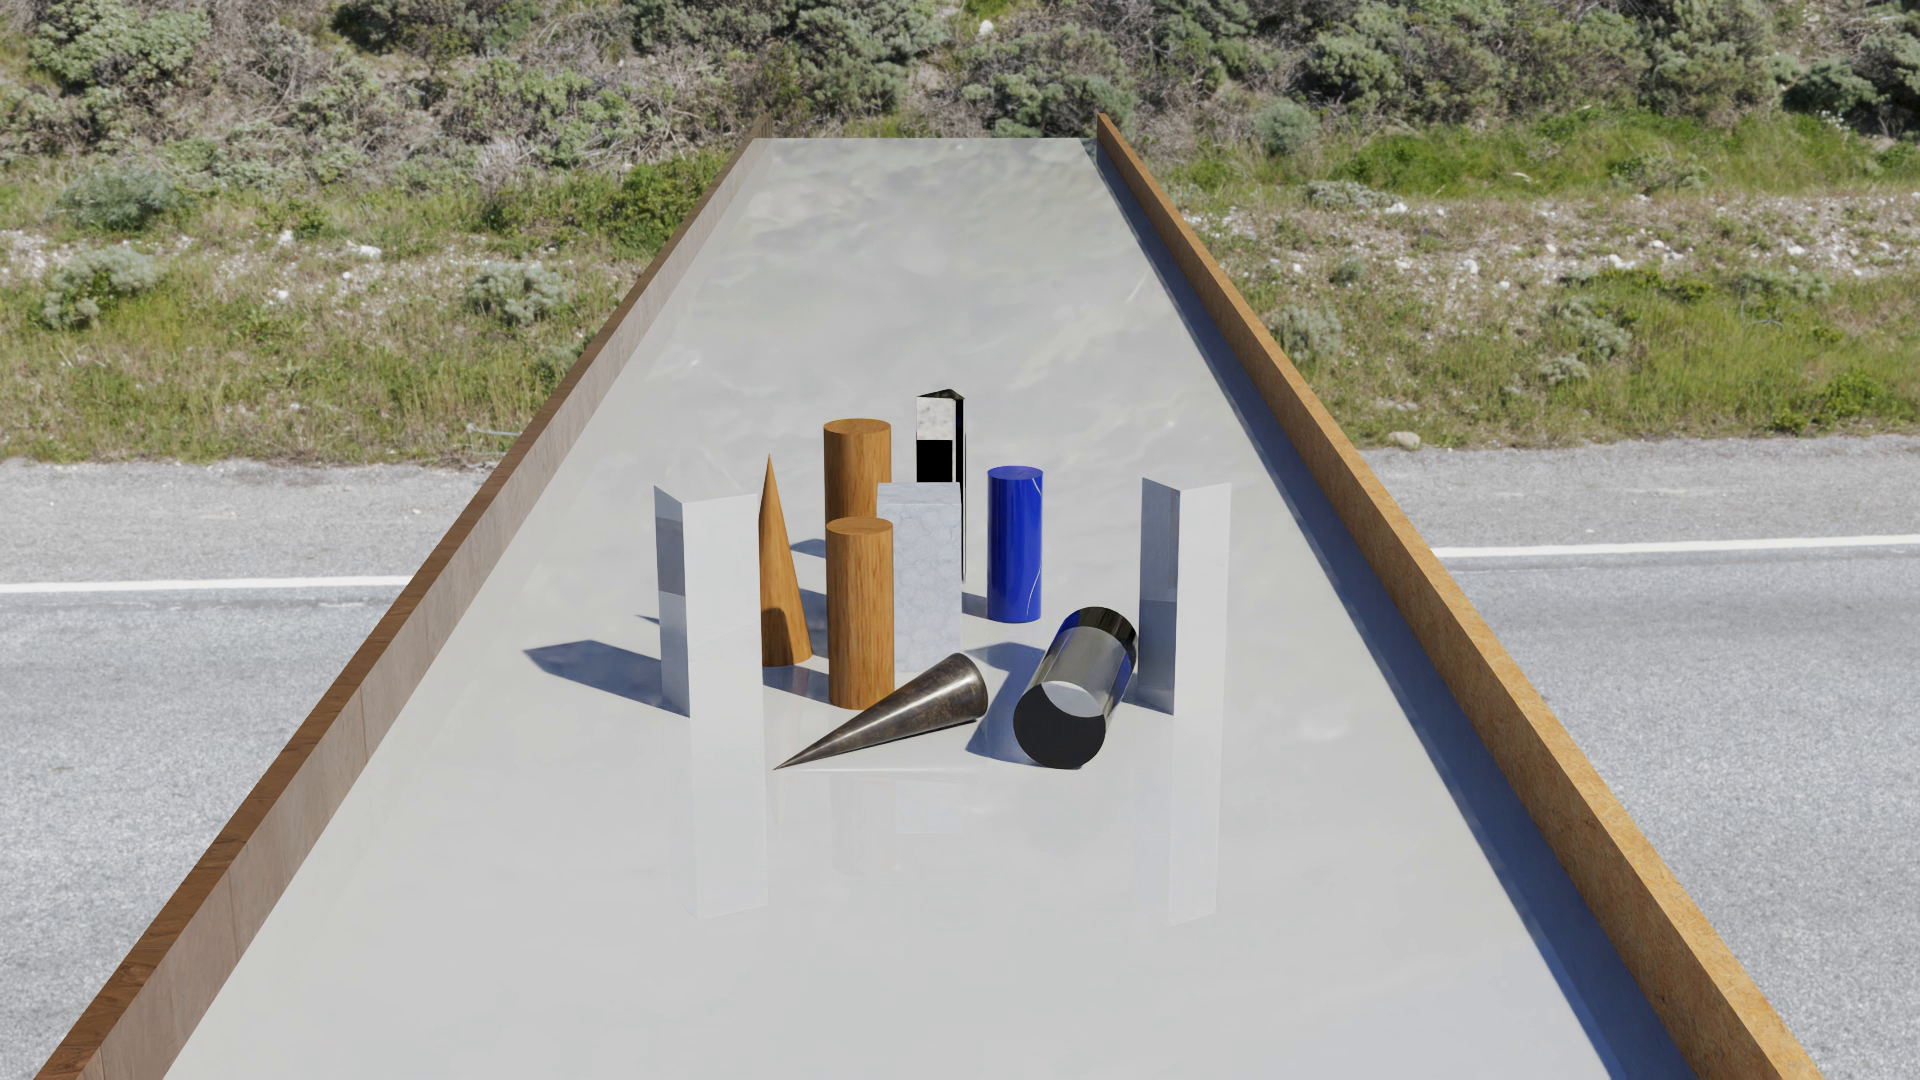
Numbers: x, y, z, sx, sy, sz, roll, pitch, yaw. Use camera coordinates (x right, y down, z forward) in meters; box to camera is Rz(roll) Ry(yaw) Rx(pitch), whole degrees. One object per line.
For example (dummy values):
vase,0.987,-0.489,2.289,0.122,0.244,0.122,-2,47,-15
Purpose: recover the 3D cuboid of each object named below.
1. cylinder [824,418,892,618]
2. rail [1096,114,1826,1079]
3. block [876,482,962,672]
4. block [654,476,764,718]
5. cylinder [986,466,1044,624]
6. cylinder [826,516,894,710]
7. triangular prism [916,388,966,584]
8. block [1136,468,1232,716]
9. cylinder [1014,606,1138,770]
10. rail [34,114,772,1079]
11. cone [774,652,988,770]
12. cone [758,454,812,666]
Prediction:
cylinder,-0.213,-0.037,4.619,0.140,0.417,0.140,0,17,0
rail,0.932,-0.844,7.801,0.050,0.150,12.000,0,17,-1
block,-0.081,0.074,4.374,0.164,0.345,0.164,0,17,-1
block,-0.473,0.105,4.143,0.147,0.416,0.147,-9,19,-27
cylinder,0.115,0.009,4.645,0.118,0.314,0.118,0,17,0
cylinder,-0.187,0.138,4.157,0.125,0.345,0.125,0,17,0
triangular prism,-0.032,-0.121,4.894,0.110,0.421,0.095,4,17,12
block,0.420,0.097,4.135,0.117,0.436,0.117,-10,19,-30
cylinder,0.219,0.265,4.045,0.165,0.165,0.424,4,17,12
rail,-1.118,-0.838,7.780,0.050,0.150,12.000,0,17,-1
cone,-0.160,0.338,3.977,0.434,0.129,0.129,-21,25,-31
cone,-0.376,0.028,4.391,0.155,0.422,0.155,0,17,0
